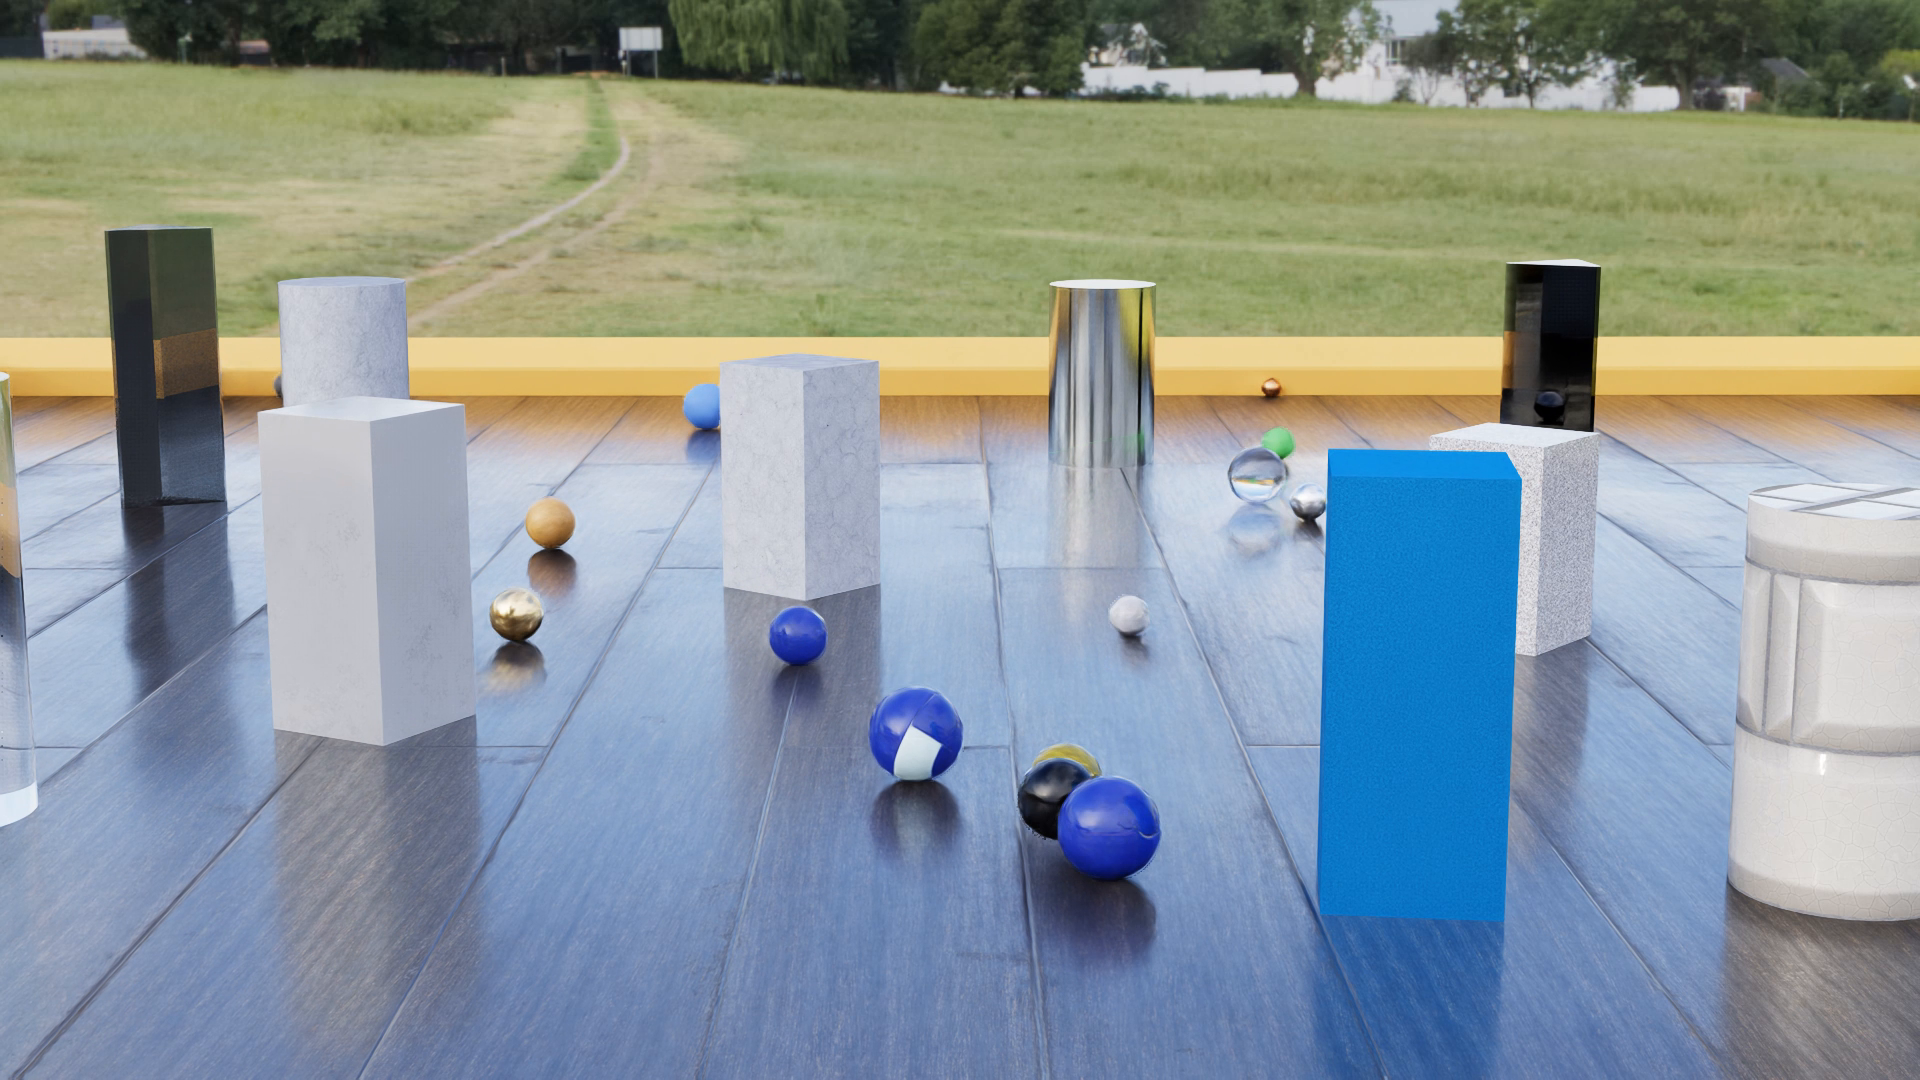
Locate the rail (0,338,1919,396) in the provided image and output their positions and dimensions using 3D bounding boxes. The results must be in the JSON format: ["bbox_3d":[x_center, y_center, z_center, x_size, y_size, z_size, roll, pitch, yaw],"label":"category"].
[{"bbox_3d":[-0.013,-0.383,5.692,4.393,0.128,0.045,0,10,0],"label":"rail"}]

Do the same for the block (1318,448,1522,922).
[{"bbox_3d":[0.400,0.123,2.260,0.157,0.385,0.157,1,11,7],"label":"block"}]

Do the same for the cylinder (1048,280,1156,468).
[{"bbox_3d":[0.263,-0.310,4.757,0.197,0.328,0.197,0,10,0],"label":"cylinder"}]

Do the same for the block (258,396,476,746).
[{"bbox_3d":[-0.657,0.029,2.851,0.157,0.355,0.157,6,12,28],"label":"block"}]

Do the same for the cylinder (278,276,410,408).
[{"bbox_3d":[-0.976,-0.217,4.085,0.197,0.389,0.197,0,10,0],"label":"cylinder"}]

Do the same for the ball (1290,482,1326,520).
[{"bbox_3d":[0.565,-0.063,4.153,0.061,0.061,0.061,0,10,0],"label":"ball"}]

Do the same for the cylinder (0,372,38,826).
[{"bbox_3d":[-1.014,0.058,2.494,0.197,0.429,0.197,0,10,0],"label":"cylinder"}]

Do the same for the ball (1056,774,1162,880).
[{"bbox_3d":[0.135,0.260,2.321,0.094,0.094,0.094,0,10,0],"label":"ball"}]

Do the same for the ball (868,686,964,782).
[{"bbox_3d":[-0.045,0.199,2.640,0.098,0.098,0.098,0,10,0],"label":"ball"}]

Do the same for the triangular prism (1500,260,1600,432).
[{"bbox_3d":[1.093,-0.319,4.677,0.170,0.374,0.148,6,12,29],"label":"triangular prism"}]

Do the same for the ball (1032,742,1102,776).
[{"bbox_3d":[0.104,0.235,2.519,0.072,0.072,0.072,0,10,0],"label":"ball"}]

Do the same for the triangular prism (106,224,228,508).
[{"bbox_3d":[-1.348,-0.297,4.323,0.170,0.460,0.148,-5,12,-25],"label":"triangular prism"}]

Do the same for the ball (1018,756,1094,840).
[{"bbox_3d":[0.094,0.246,2.441,0.079,0.079,0.079,0,10,0],"label":"ball"}]

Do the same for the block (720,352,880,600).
[{"bbox_3d":[-0.224,-0.093,3.610,0.157,0.318,0.157,8,13,38],"label":"block"}]

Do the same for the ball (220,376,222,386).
[{"bbox_3d":[-1.665,-0.349,5.624,0.088,0.088,0.088,0,10,0],"label":"ball"}]

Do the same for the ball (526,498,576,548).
[{"bbox_3d":[-0.624,-0.026,3.911,0.076,0.076,0.076,0,10,0],"label":"ball"}]

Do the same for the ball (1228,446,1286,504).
[{"bbox_3d":[0.498,-0.109,4.302,0.097,0.097,0.097,0,10,0],"label":"ball"}]

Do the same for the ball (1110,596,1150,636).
[{"bbox_3d":[0.219,0.098,3.313,0.052,0.052,0.052,0,10,0],"label":"ball"}]

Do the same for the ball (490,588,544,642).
[{"bbox_3d":[-0.567,0.095,3.281,0.069,0.069,0.069,0,10,0],"label":"ball"}]

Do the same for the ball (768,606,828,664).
[{"bbox_3d":[-0.199,0.117,3.154,0.073,0.073,0.073,0,10,0],"label":"ball"}]

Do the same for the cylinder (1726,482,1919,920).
[{"bbox_3d":[0.792,0.138,2.275,0.197,0.350,0.197,0,10,0],"label":"cylinder"}]

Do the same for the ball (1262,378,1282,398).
[{"bbox_3d":[0.690,-0.337,5.685,0.042,0.042,0.042,0,10,0],"label":"ball"}]

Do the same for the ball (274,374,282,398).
[{"bbox_3d":[-1.481,-0.340,5.653,0.060,0.060,0.060,0,10,0],"label":"ball"}]

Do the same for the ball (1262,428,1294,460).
[{"bbox_3d":[0.592,-0.179,4.782,0.060,0.060,0.060,0,10,0],"label":"ball"}]

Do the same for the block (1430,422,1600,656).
[{"bbox_3d":[0.706,-0.005,3.285,0.157,0.263,0.157,8,13,38],"label":"block"}]

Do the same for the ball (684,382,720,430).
[{"bbox_3d":[-0.513,-0.271,5.189,0.094,0.094,0.094,0,10,0],"label":"ball"}]
